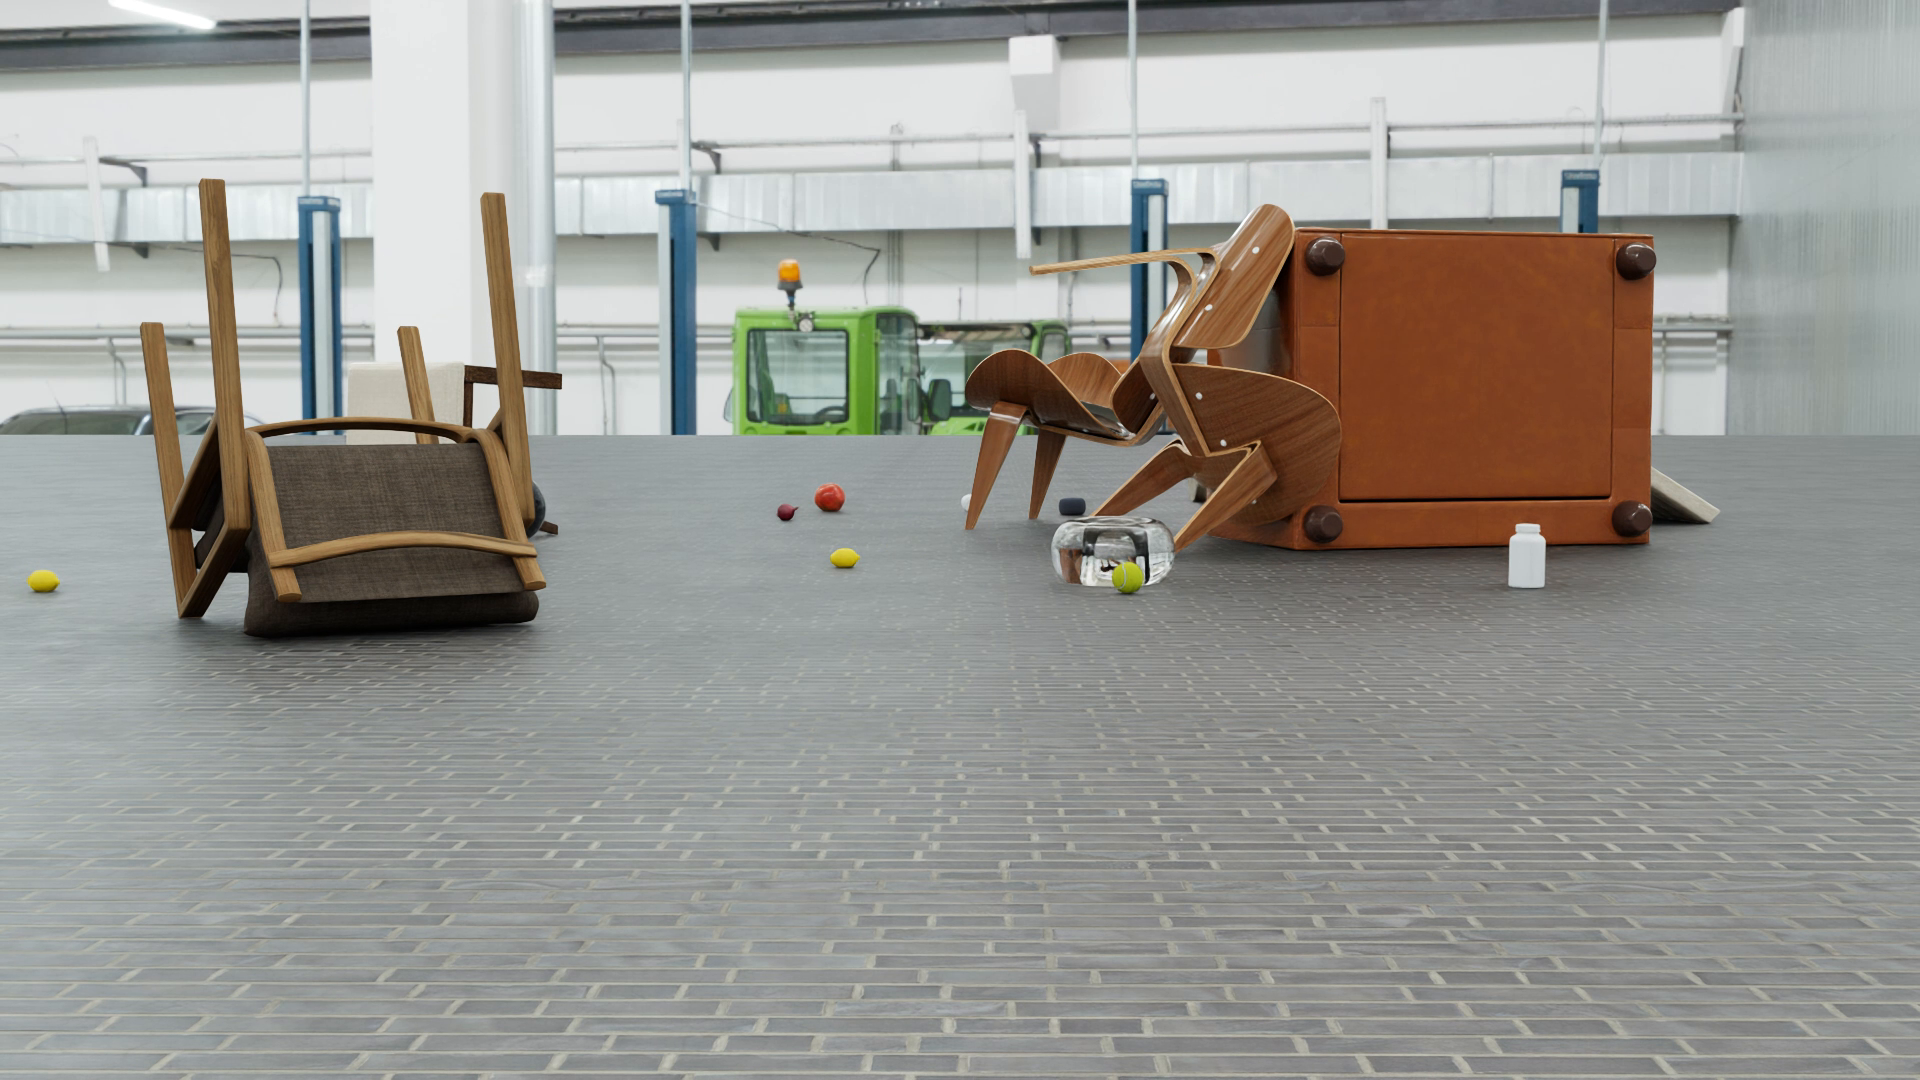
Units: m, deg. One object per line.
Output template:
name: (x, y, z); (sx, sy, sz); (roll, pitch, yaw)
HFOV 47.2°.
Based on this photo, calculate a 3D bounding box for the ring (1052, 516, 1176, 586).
ring: (0.357, 0.026, 5.123); (0.280, 0.145, 0.314); (4, 7, 34)

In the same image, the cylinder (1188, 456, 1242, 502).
cylinder: (1.015, -0.245, 8.772); (0.180, 0.186, 0.122); (-2, 16, -12)

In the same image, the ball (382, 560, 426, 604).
ball: (-1.166, 0.087, 4.617); (0.091, 0.091, 0.091); (0, 4, 0)

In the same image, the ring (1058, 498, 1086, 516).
ring: (0.402, -0.120, 7.869); (0.098, 0.059, 0.124); (-2, 3, -3)

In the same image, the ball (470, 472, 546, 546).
ball: (-1.298, -0.091, 6.325); (0.212, 0.212, 0.212); (0, 4, 0)

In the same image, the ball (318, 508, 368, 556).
ball: (-1.653, -0.020, 5.889); (0.130, 0.130, 0.130); (0, 4, 0)
